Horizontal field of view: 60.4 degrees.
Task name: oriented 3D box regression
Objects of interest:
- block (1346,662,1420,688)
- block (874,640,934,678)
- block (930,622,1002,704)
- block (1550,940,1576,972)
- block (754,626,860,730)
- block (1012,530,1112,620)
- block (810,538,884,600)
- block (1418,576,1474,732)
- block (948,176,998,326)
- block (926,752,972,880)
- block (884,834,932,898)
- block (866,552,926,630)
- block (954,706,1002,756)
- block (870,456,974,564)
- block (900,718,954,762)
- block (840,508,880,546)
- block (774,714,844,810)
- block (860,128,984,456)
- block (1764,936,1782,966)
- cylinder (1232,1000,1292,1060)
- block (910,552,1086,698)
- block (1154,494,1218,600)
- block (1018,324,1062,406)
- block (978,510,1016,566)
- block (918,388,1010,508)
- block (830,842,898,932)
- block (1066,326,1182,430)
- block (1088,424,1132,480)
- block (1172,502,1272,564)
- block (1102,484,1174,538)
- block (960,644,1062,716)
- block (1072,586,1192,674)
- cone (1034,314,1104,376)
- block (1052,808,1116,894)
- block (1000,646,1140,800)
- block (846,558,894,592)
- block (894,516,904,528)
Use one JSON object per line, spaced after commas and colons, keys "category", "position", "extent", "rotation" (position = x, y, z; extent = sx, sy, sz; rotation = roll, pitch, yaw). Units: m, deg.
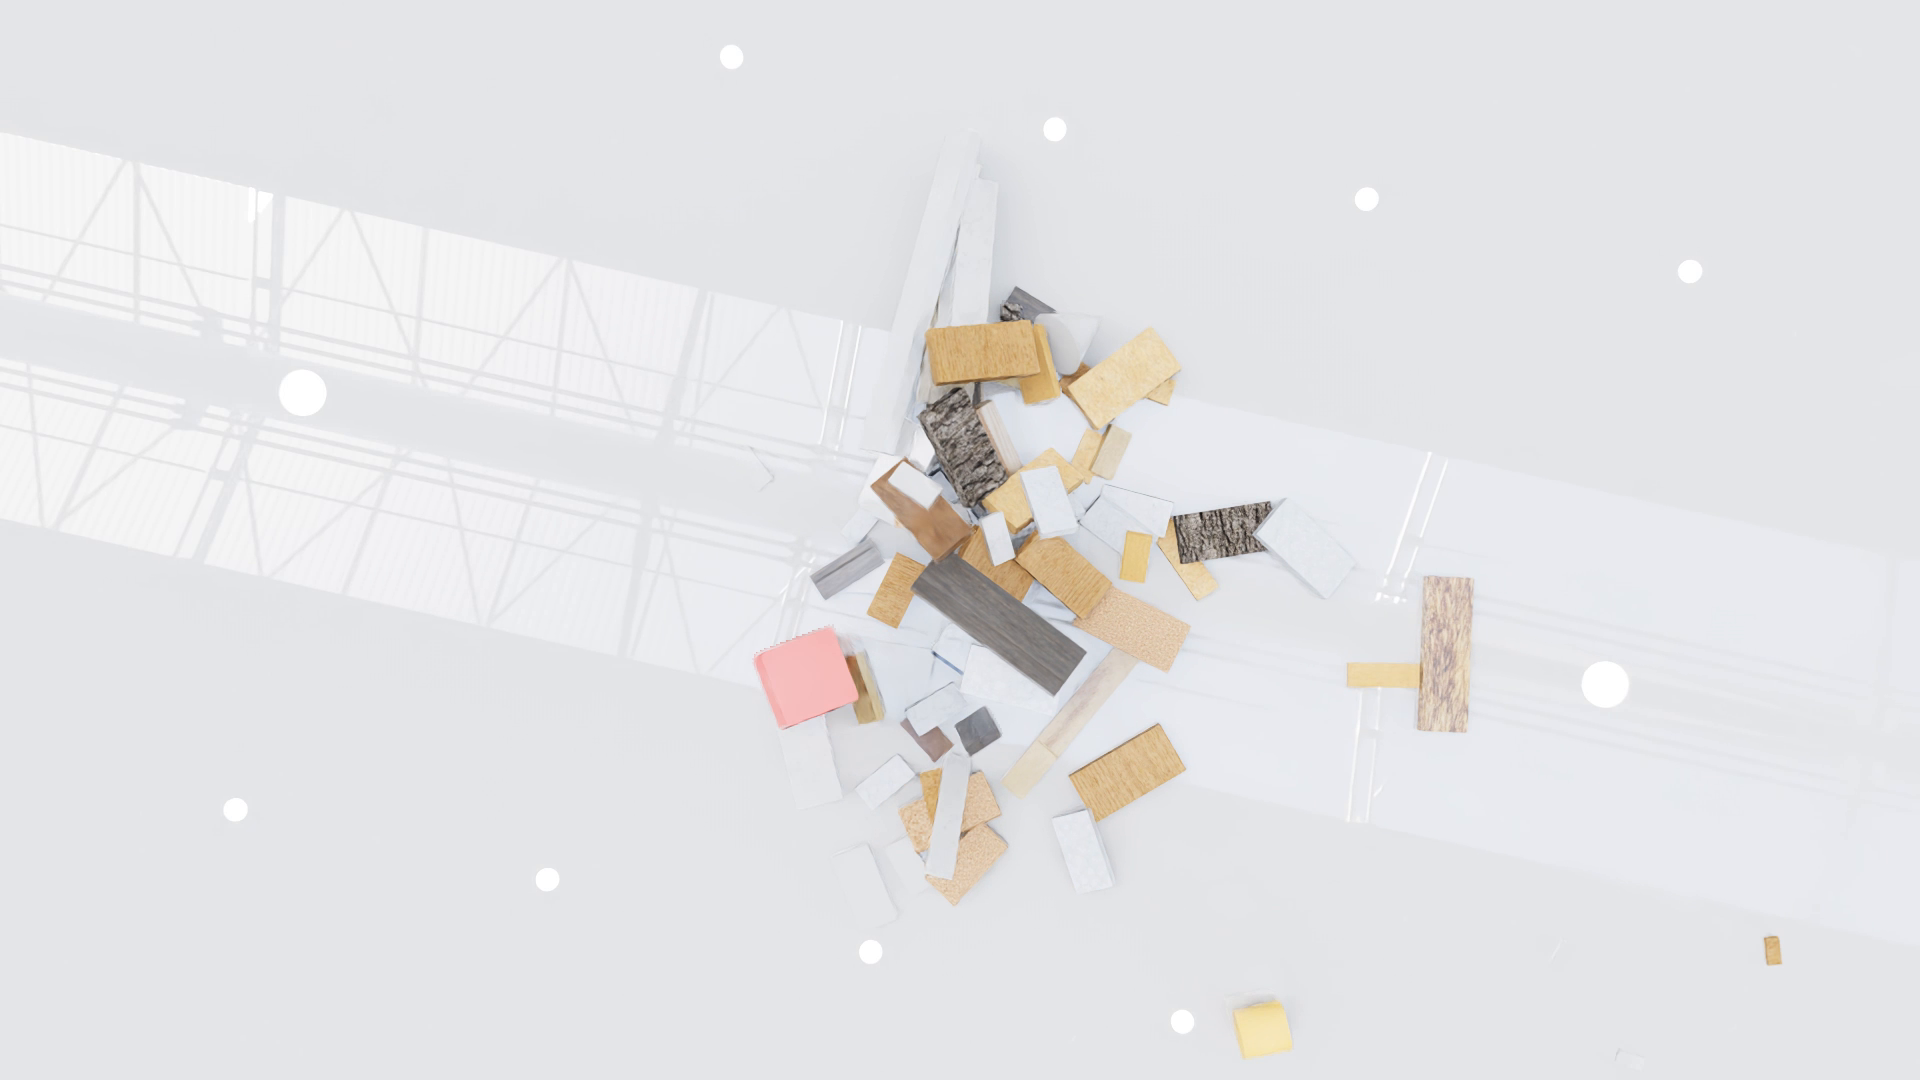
{"category": "block", "position": [1.408, 0.449, 5.489], "extent": [0.235, 0.023, 0.080], "rotation": [1, 90, 0]}
{"category": "block", "position": [-0.186, 0.398, 5.486], "extent": [0.192, 0.027, 0.096], "rotation": [9, 90, 0]}
{"category": "block", "position": [0.101, 0.325, 5.361], "extent": [0.279, 0.279, 0.279], "rotation": [35, 90, 0]}
{"category": "block", "position": [2.008, 1.384, 5.493], "extent": [0.046, 0.013, 0.092], "rotation": [28, 90, 0]}
{"category": "block", "position": [-0.498, 0.451, 5.337], "extent": [0.245, 0.245, 0.245], "rotation": [-20, 85, -14]}
{"category": "block", "position": [0.334, 0.100, 5.375], "extent": [0.310, 0.044, 0.155], "rotation": [41, 87, -17]}
{"category": "block", "position": [-0.372, 0.097, 5.454], "extent": [0.236, 0.027, 0.096], "rotation": [-32, 90, 0]}
{"category": "block", "position": [1.612, 0.378, 5.478], "extent": [0.155, 0.044, 0.514], "rotation": [2, 90, 0]}
{"category": "block", "position": [0.038, -0.863, 5.290], "extent": [0.119, 0.034, 0.626], "rotation": [9, 77, -19]}
{"category": "block", "position": [-0.036, 0.891, 5.350], "extent": [0.086, 0.024, 0.434], "rotation": [13, 52, -4]}
{"category": "block", "position": [-0.166, 1.084, 5.487], "extent": [0.093, 0.026, 0.185], "rotation": [-30, 90, 0]}
{"category": "block", "position": [-0.208, 0.167, 5.451], "extent": [0.114, 0.032, 0.229], "rotation": [26, 90, 0]}
{"category": "block", "position": [0.058, 0.621, 5.376], "extent": [0.122, 0.245, 0.035], "rotation": [-33, 104, -1]}
{"category": "block", "position": [-0.122, -0.095, 5.213], "extent": [0.148, 0.042, 0.335], "rotation": [-40, 70, -6]}
{"category": "block", "position": [-0.110, 0.646, 5.488], "extent": [0.086, 0.024, 0.173], "rotation": [-42, 90, 0]}
{"category": "block", "position": [-0.326, -0.058, 5.490], "extent": [0.072, 0.020, 0.143], "rotation": [40, 90, 0]}
{"category": "block", "position": [-0.503, 0.716, 5.478], "extent": [0.154, 0.044, 0.330], "rotation": [-14, 90, 0]}
{"category": "block", "position": [-0.127, -0.799, 5.312], "extent": [0.046, 0.161, 1.070], "rotation": [16, 88, -31]}
{"category": "block", "position": [2.707, 1.369, 5.493], "extent": [0.046, 0.013, 0.092], "rotation": [-6, 90, 0]}
{"category": "cylinder", "position": [0.992, 1.609, 5.422], "extent": [0.157, 0.157, 0.157], "rotation": [-15, 90, 4]}
{"category": "block", "position": [0.120, 0.254, 5.172], "extent": [0.563, 0.049, 0.175], "rotation": [37, 78, 5]}
{"category": "block", "position": [0.719, 0.027, 5.488], "extent": [0.086, 0.024, 0.371], "rotation": [-35, 90, 0]}
{"category": "block", "position": [0.243, -0.577, 5.429], "extent": [0.122, 0.035, 0.245], "rotation": [-12, 95, 35]}
{"category": "block", "position": [0.119, -0.006, 5.295], "extent": [0.080, 0.023, 0.160], "rotation": [-23, 108, -22]}
{"category": "block", "position": [0.012, -0.295, 5.285], "extent": [0.173, 0.049, 0.346], "rotation": [-38, 113, -27]}
{"category": "block", "position": [-0.319, 1.155, 5.481], "extent": [0.132, 0.037, 0.265], "rotation": [-22, 90, 0]}
{"category": "block", "position": [0.540, -0.534, 5.443], "extent": [0.347, 0.049, 0.173], "rotation": [-36, 90, -4]}
{"category": "block", "position": [0.499, -0.291, 5.472], "extent": [0.085, 0.024, 0.171], "rotation": [24, 90, -24]}
{"category": "block", "position": [0.878, -0.025, 5.462], "extent": [0.322, 0.046, 0.161], "rotation": [-9, 90, -6]}
{"category": "block", "position": [0.577, -0.098, 5.459], "extent": [0.238, 0.034, 0.119], "rotation": [16, 99, 7]}
{"category": "block", "position": [0.166, 0.441, 5.199], "extent": [0.309, 0.044, 0.154], "rotation": [15, 90, 0]}
{"category": "block", "position": [0.568, 0.283, 5.450], "extent": [0.349, 0.049, 0.175], "rotation": [27, 88, 8]}
{"category": "cone", "position": [0.398, -0.694, 5.450], "extent": [0.223, 0.223, 0.223], "rotation": [-33, 90, -27]}
{"category": "block", "position": [0.409, 1.028, 5.455], "extent": [0.132, 0.037, 0.265], "rotation": [-19, 90, 24]}
{"category": "block", "position": [0.416, 0.543, 5.487], "extent": [0.093, 0.026, 0.767], "rotation": [40, 90, 0]}
{"category": "block", "position": [-0.263, 0.119, 5.484], "extent": [0.229, 0.032, 0.114], "rotation": [1, 90, 0]}
{"category": "block", "position": [-0.173, -0.112, 5.287], "extent": [0.072, 0.020, 0.143], "rotation": [-4, 86, 19]}
